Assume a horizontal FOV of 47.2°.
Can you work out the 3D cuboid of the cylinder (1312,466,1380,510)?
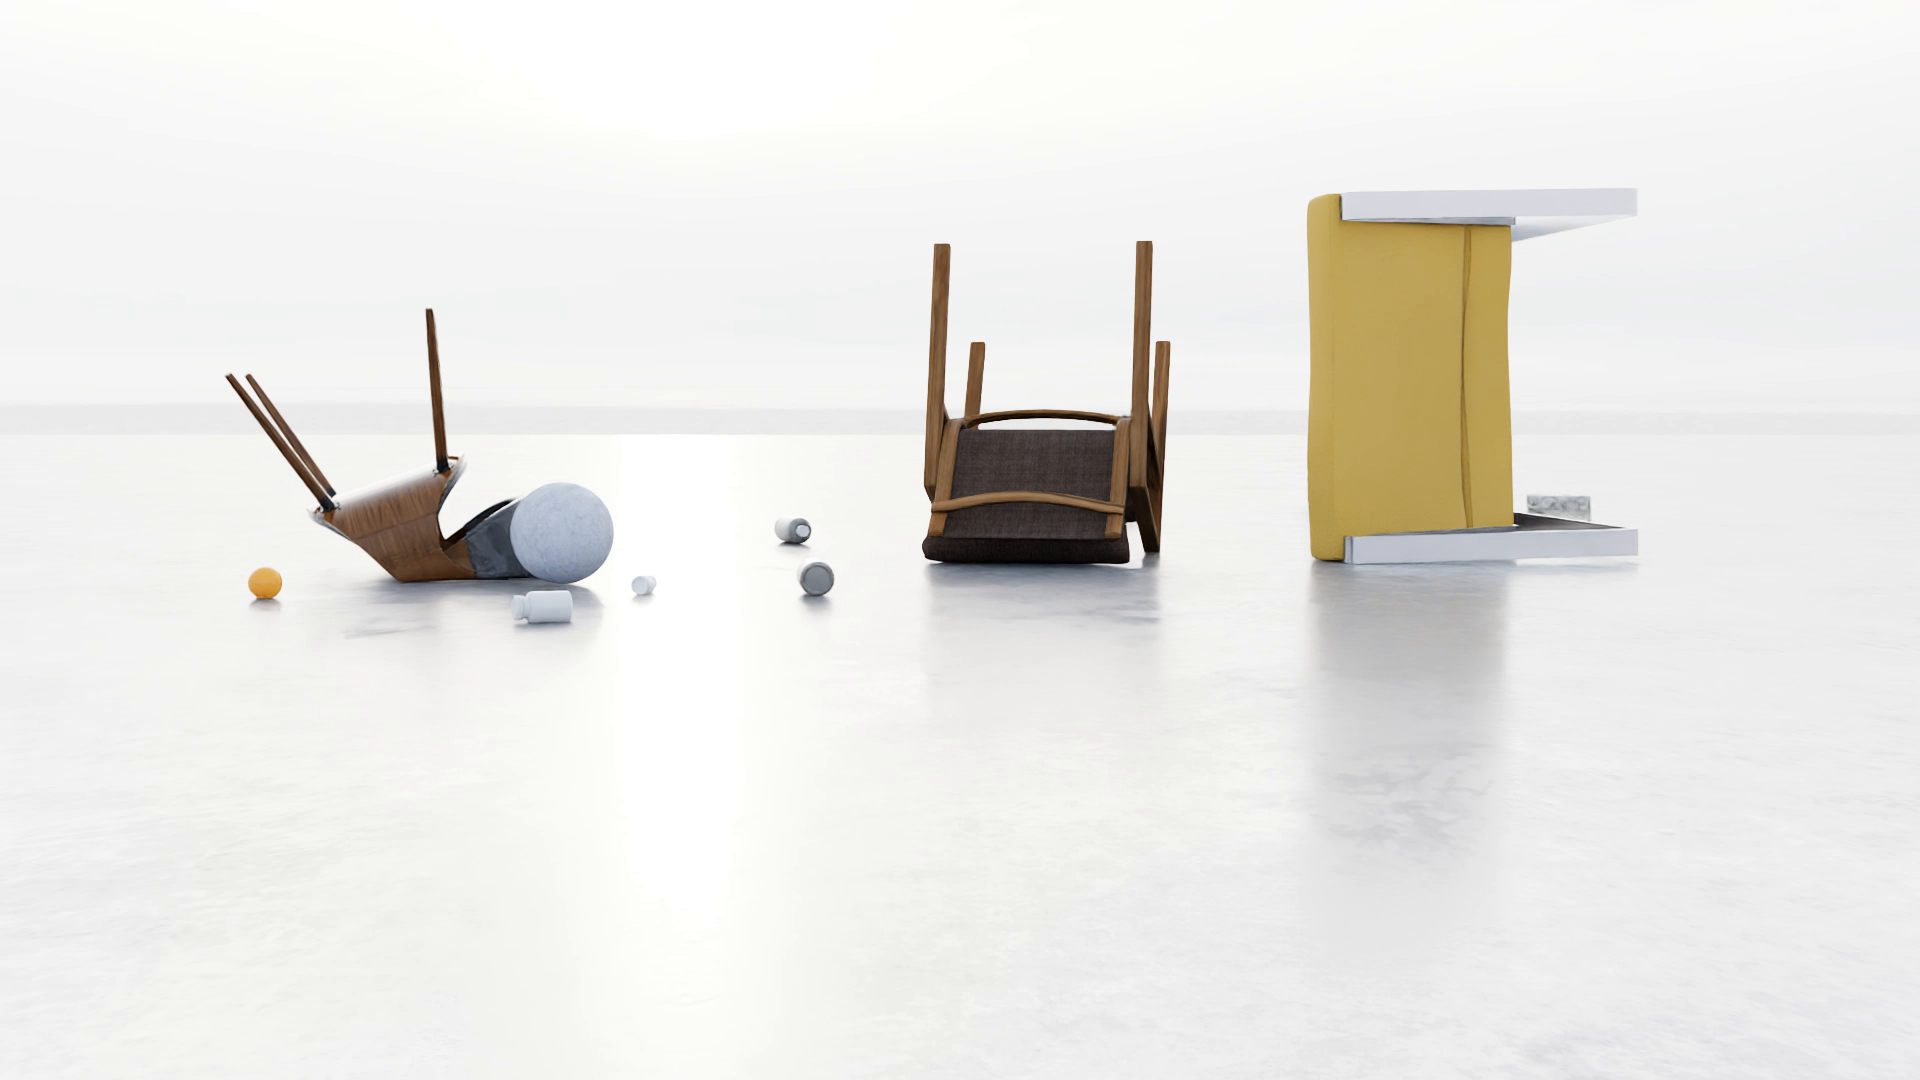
[{"bbox_3d":[1.441,-0.191,8.201,0.230,0.150,0.131,12,6,-10],"label":"cylinder"}]

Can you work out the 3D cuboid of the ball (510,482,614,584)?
[{"bbox_3d":[-0.915,-0.016,5.059,0.236,0.236,0.236,0,4,0],"label":"ball"}]

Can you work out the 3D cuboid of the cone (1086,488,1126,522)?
[{"bbox_3d":[0.515,-0.093,7.484,0.137,0.125,0.132,5,-20,23],"label":"cone"}]

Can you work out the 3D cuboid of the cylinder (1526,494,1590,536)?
[{"bbox_3d":[1.845,-0.078,6.783,0.188,0.116,0.179,1,22,14],"label":"cylinder"}]
